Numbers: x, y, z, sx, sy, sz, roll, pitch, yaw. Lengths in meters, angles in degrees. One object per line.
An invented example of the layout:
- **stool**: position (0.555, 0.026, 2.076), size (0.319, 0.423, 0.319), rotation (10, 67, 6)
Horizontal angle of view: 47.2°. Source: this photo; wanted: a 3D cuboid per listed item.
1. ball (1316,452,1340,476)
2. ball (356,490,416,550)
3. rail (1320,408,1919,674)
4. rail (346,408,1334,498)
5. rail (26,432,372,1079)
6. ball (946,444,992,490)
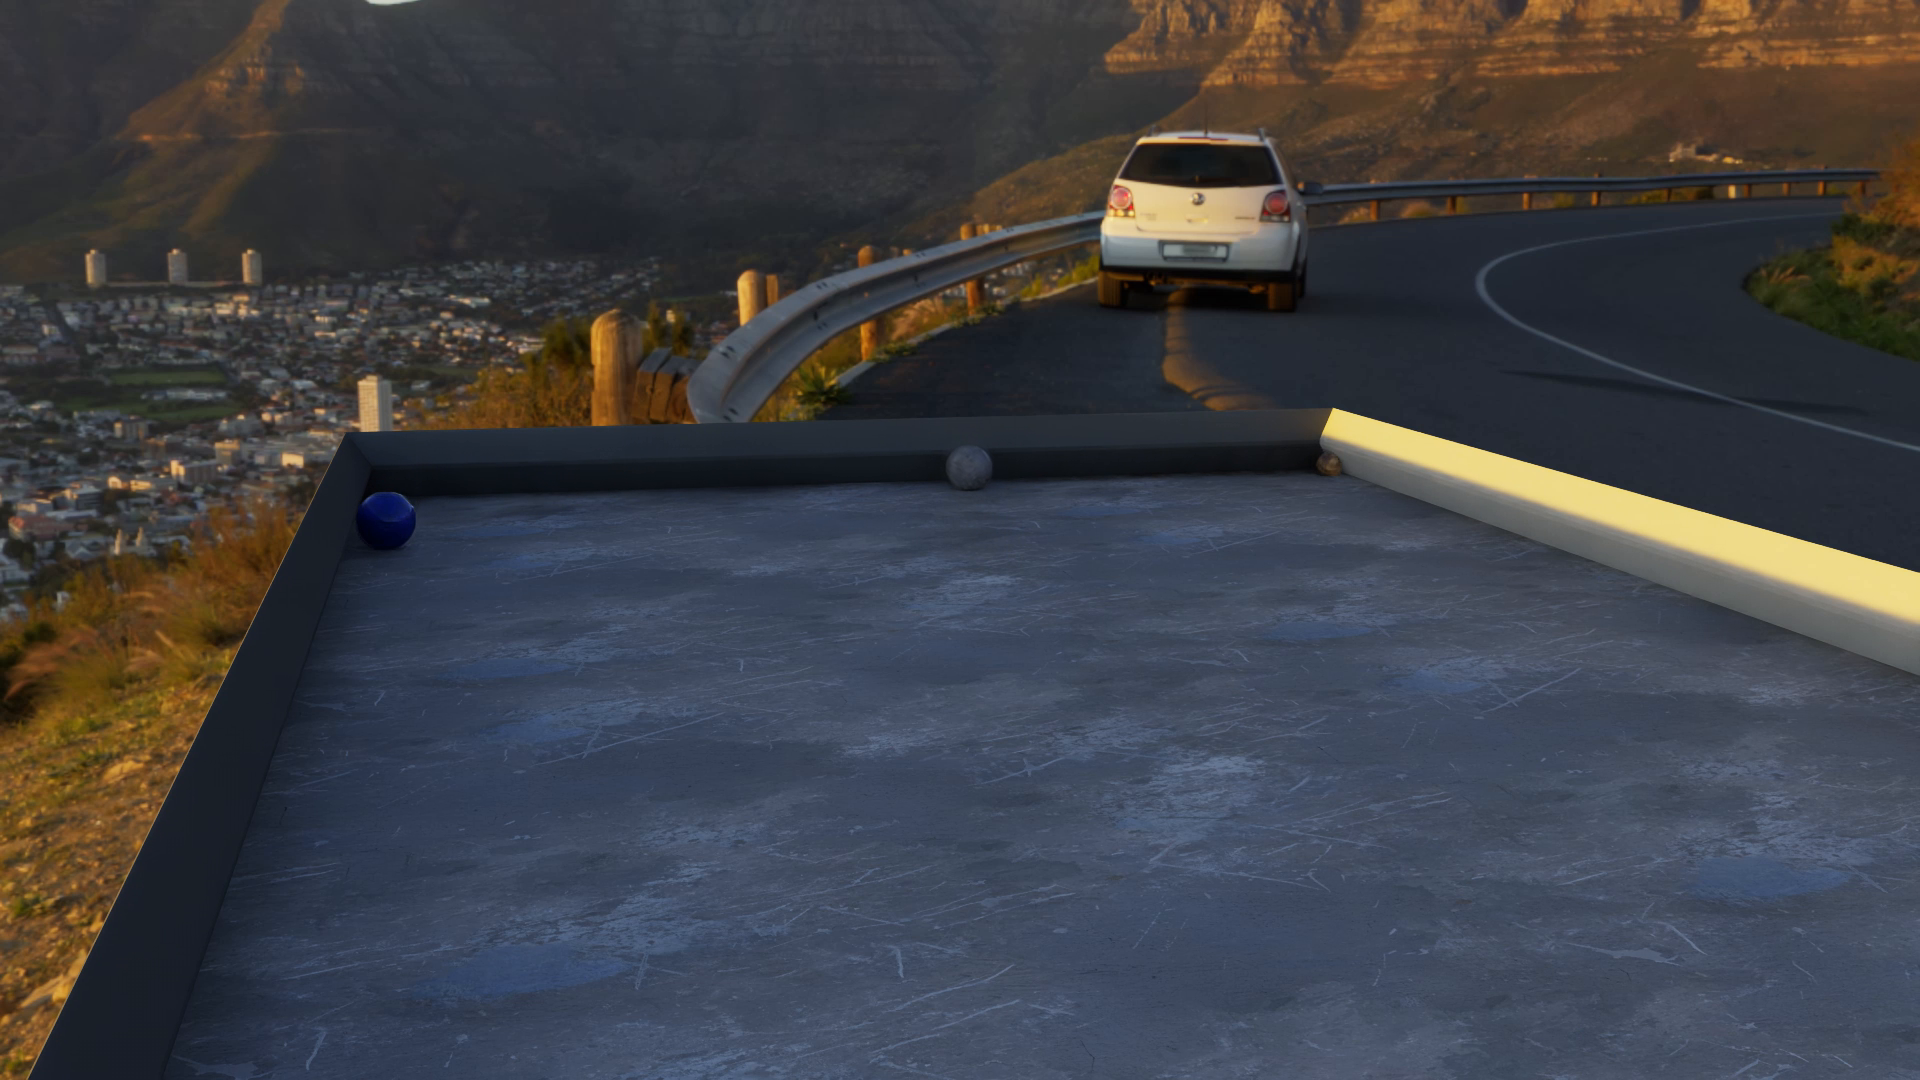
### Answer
- **ball**: position (0.696, -0.143, 4.157), size (0.045, 0.045, 0.045), rotation (0, 10, 0)
- **ball**: position (-0.877, -0.031, 3.363), size (0.089, 0.089, 0.089), rotation (0, 10, 0)
- **rail**: position (1.059, 0.080, 2.624), size (0.045, 0.116, 3.386), rotation (-2, 10, -12)
- **rail**: position (-0.174, -0.161, 4.045), size (1.847, 0.116, 0.045), rotation (-2, 10, -12)
- **rail**: position (-0.700, 0.144, 2.248), size (0.045, 0.116, 3.386), rotation (-2, 10, -12)
- **ball**: position (0.015, -0.131, 3.972), size (0.084, 0.084, 0.084), rotation (0, 10, 0)
